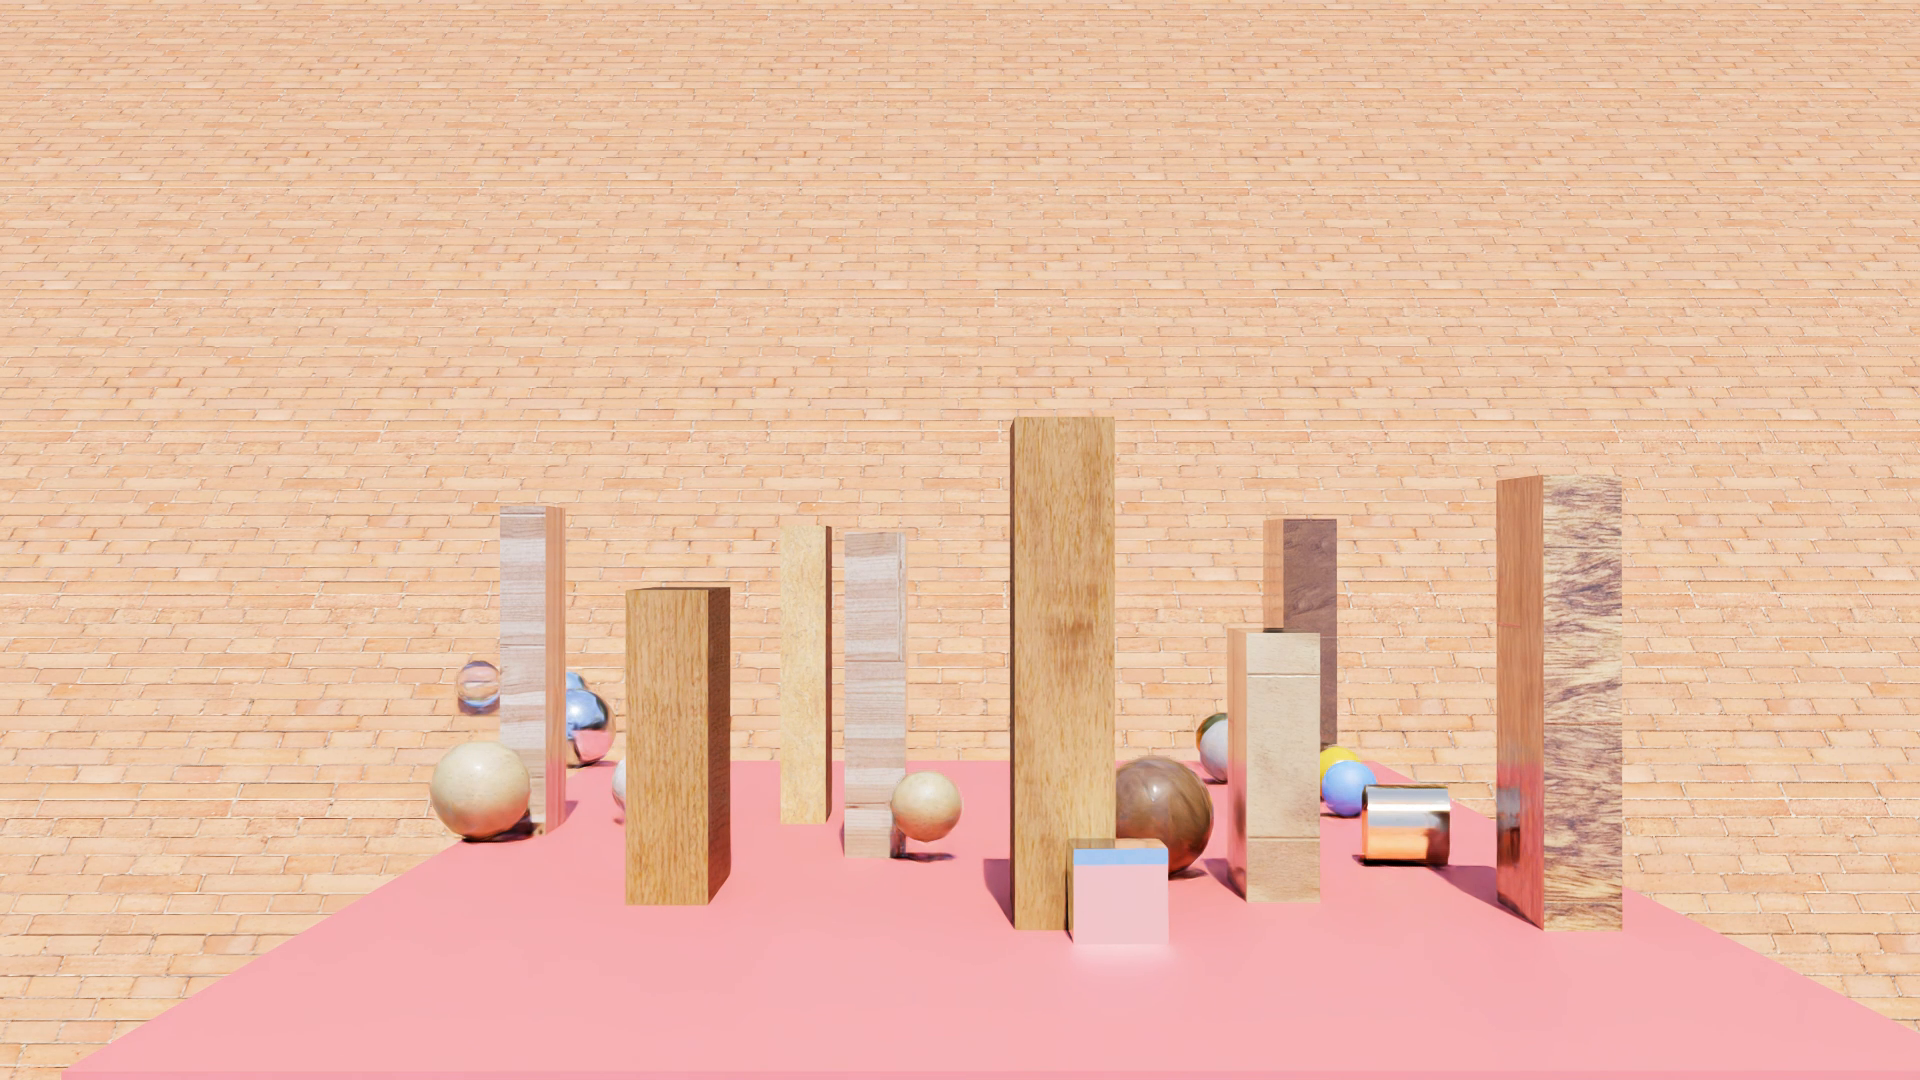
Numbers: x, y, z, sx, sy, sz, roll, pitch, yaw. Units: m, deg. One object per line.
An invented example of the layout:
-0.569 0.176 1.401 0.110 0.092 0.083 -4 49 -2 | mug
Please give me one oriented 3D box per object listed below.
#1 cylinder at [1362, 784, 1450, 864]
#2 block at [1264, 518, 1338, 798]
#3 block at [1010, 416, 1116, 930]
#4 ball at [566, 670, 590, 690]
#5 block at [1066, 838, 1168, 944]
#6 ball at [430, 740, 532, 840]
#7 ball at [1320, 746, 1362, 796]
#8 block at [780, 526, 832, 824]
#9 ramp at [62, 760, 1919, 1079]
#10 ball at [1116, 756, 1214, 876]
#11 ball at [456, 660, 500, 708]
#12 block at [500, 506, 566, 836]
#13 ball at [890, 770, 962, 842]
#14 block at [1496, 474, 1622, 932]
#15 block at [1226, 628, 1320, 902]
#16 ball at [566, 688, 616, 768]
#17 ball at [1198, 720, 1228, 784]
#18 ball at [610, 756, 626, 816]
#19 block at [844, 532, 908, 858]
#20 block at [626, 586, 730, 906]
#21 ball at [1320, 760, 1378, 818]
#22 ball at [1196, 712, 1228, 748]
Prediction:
0.766 0.489 4.452 0.138 0.138 0.138 0 31 4 | cylinder
0.764 0.259 5.831 0.117 0.611 0.374 0 0 0 | block
0.149 0.190 3.858 0.142 0.730 0.357 0 0 0 | block
-1.063 0.416 6.973 0.134 0.134 0.134 0 31 0 | ball
0.219 0.489 3.613 0.130 0.130 0.130 0 0 -2 | block
-0.893 0.465 4.825 0.185 0.185 0.185 0 31 0 | ball
0.813 0.505 5.584 0.117 0.117 0.117 0 31 0 | ball
-0.311 0.267 5.251 0.089 0.590 0.260 0 0 0 | block
0.069 0.610 4.679 2.000 0.100 4.000 0 0 0 | ramp
0.320 0.457 4.282 0.200 0.200 0.200 0 31 0 | ball
-1.304 0.390 7.024 0.127 0.127 0.127 0 31 0 | ball
-0.831 0.249 5.043 0.087 0.626 0.253 0 0 0 | block
-0.059 0.463 4.505 0.124 0.124 0.124 0 31 0 | ball
0.883 0.231 3.830 0.111 0.647 0.320 0 0 0 | block
0.496 0.350 4.114 0.113 0.413 0.290 0 0 0 | block
-0.966 0.473 6.508 0.204 0.204 0.204 0 31 0 | ball
0.630 0.491 6.020 0.150 0.150 0.150 0 31 0 | ball
-0.616 0.486 5.138 0.152 0.152 0.152 0 31 0 | ball
-0.150 0.273 4.691 0.107 0.573 0.270 0 0 0 | block
-0.446 0.317 4.134 0.126 0.480 0.386 0 0 0 | block
0.790 0.505 5.255 0.115 0.115 0.115 0 31 0 | ball
0.660 0.501 6.503 0.135 0.135 0.135 0 31 0 | ball
